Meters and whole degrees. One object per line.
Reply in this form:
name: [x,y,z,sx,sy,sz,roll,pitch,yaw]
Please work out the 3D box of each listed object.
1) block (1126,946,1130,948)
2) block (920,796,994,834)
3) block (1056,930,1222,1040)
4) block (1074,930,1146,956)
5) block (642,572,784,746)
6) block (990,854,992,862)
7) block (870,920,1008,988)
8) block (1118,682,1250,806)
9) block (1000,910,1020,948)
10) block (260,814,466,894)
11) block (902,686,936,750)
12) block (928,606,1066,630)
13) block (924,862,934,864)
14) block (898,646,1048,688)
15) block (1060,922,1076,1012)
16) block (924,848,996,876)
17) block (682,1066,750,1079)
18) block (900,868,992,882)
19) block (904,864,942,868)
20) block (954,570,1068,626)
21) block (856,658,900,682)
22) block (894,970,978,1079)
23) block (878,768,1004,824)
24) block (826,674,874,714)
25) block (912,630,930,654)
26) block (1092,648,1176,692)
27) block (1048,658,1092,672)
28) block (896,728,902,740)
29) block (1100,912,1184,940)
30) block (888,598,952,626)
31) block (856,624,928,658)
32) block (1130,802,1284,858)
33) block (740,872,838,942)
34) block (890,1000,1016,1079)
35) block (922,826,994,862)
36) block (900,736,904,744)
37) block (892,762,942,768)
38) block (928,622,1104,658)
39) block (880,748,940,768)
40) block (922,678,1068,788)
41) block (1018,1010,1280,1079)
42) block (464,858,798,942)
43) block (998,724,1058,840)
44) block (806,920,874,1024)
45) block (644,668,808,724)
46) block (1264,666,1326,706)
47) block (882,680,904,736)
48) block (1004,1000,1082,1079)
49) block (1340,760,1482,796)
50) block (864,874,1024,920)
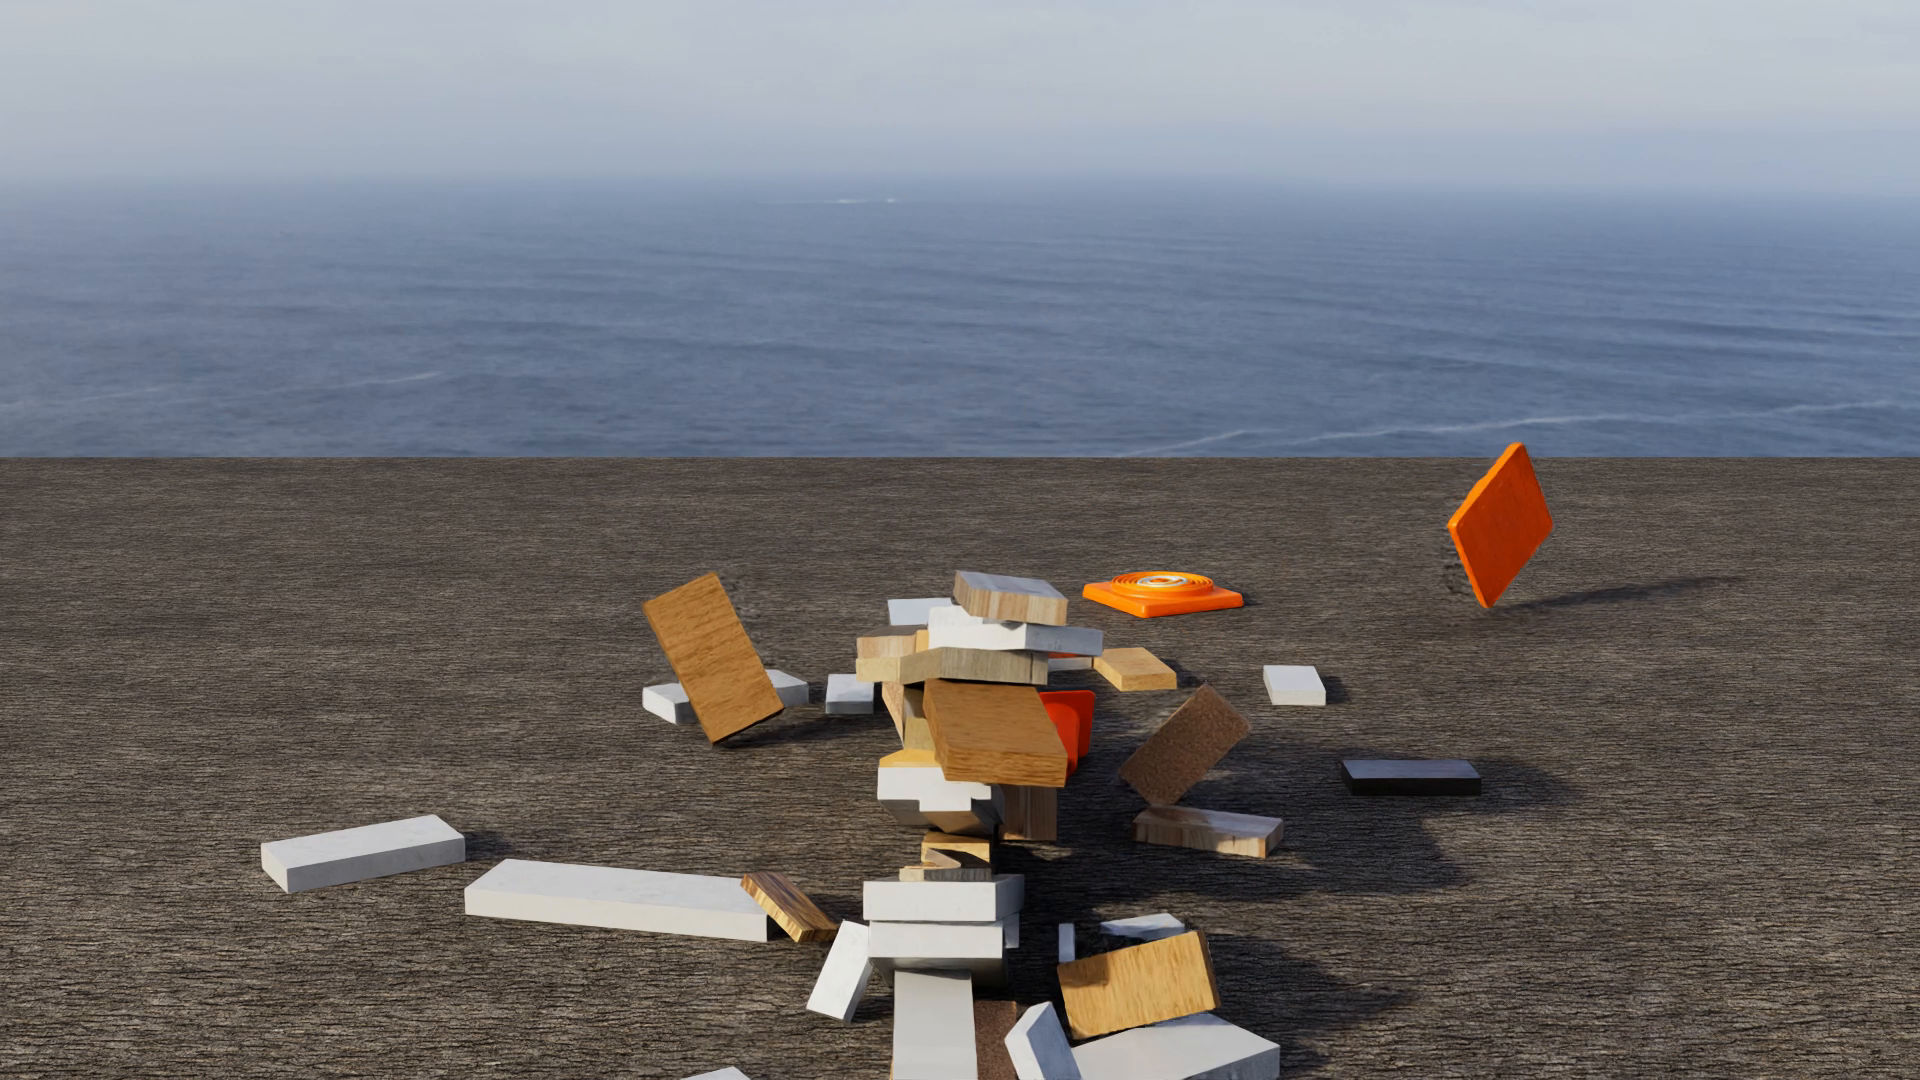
block: [0.236,0.647,3.234,0.077,0.022,0.154,-21,12,-3]
block: [-0.002,0.431,3.435,0.077,0.022,0.316,-1,-14,7]
block: [0.245,0.613,3.025,0.210,0.105,0.030,-18,-15,20]
block: [0.223,0.629,3.410,0.120,0.017,0.060,4,11,20]
block: [-0.513,0.246,4.574,0.163,0.326,0.046,-25,-10,-16]
block: [0.000,0.533,3.745,0.106,0.030,0.212,0,-4,2]
block: [-0.025,0.586,3.104,0.177,0.050,0.355,0,-18,3]
block: [0.415,0.387,4.076,0.116,0.232,0.033,44,13,3]
block: [0.002,0.577,3.397,0.177,0.050,0.355,0,-2,1]
block: [-1.033,0.542,3.810,0.309,0.044,0.154,-7,12,-32]
block: [-0.007,0.303,3.742,0.179,0.051,0.421,5,4,-2]
block: [0.062,0.144,3.878,0.150,0.043,0.301,6,-5,-18]
block: [-0.003,0.547,3.597,0.106,0.030,0.212,0,-13,1]
block: [0.018,0.222,3.742,0.179,0.051,0.357,5,-7,-12]
block: [0.159,0.629,3.244,0.022,0.077,0.154,-3,10,3]
block: [0.001,0.457,3.116,0.057,0.016,0.113,21,0,29]
block: [-0.252,0.742,2.788,0.079,0.022,0.316,-7,12,-31]
block: [-0.020,0.456,2.998,0.113,0.016,0.057,5,-8,-36]
block: [-0.033,0.472,3.130,0.057,0.016,0.113,-2,-7,18]
block: [0.080,0.095,3.651,0.154,0.044,0.309,7,4,-5]
block: [-0.102,0.268,4.571,0.168,0.048,0.336,-3,-4,8]
block: [-0.031,0.676,2.750,0.105,0.030,0.615,0,12,-1]
block: [-0.025,0.409,3.495,0.172,0.049,0.344,-1,-14,5]
block: [-0.244,0.344,4.914,0.103,0.029,0.241,0,11,-2]
block: [-0.014,0.227,4.039,0.150,0.043,0.301,3,-17,-4]
block: [0.402,0.300,5.128,0.130,0.037,0.259,-2,11,-12]
block: [0.205,0.267,5.307,0.130,0.037,0.259,-4,11,-21]
block: [-0.026,0.404,4.534,0.175,0.050,0.350,-2,11,-8]
block: [0.289,0.616,3.483,0.120,0.017,0.060,-4,11,-21]
block: [-0.082,0.230,5.289,0.163,0.046,0.944,-2,7,-3]
block: [-0.113,0.221,4.828,0.168,0.048,0.336,-3,2,8]
block: [0.444,0.520,3.949,0.247,0.035,0.123,4,11,22]
block: [-0.270,0.579,3.475,0.079,0.022,0.158,7,22,-47]
block: [-0.014,0.758,2.551,0.161,0.046,0.966,1,12,1]
block: [-0.002,0.495,3.577,0.106,0.030,0.212,0,-1,3]
block: [-0.022,0.380,4.230,0.168,0.048,0.336,-1,21,-9]
block: [-0.020,0.440,3.847,0.172,0.049,0.474,0,-12,1]
block: [0.090,0.170,3.669,0.150,0.043,0.301,8,-8,-31]
block: [-0.012,0.394,3.864,0.172,0.049,0.344,4,-13,-17]
block: [0.049,0.296,3.420,0.179,0.051,0.357,4,13,-8]
block: [0.252,0.706,2.920,0.321,0.046,0.161,-8,13,-36]
block: [-0.534,0.584,3.580,0.515,0.044,0.154,3,11,14]
block: [0.122,0.433,3.944,0.103,0.207,0.029,0,-2,3]
block: [-0.164,0.622,3.169,0.069,0.138,0.020,7,-26,37]
block: [-0.517,0.344,4.865,0.326,0.046,0.163,-7,12,-32]
block: [0.757,0.329,4.986,0.116,0.033,0.232,0,11,3]
block: [-0.058,0.349,4.195,0.116,0.033,0.334,-3,21,-13]
block: [0.120,0.675,2.652,0.030,0.210,0.105,-21,3,21]
block: [0.873,0.461,4.267,0.247,0.035,0.123,0,11,0]
block: [-0.017,0.501,3.098,0.177,0.050,0.355,-1,-7,8]
